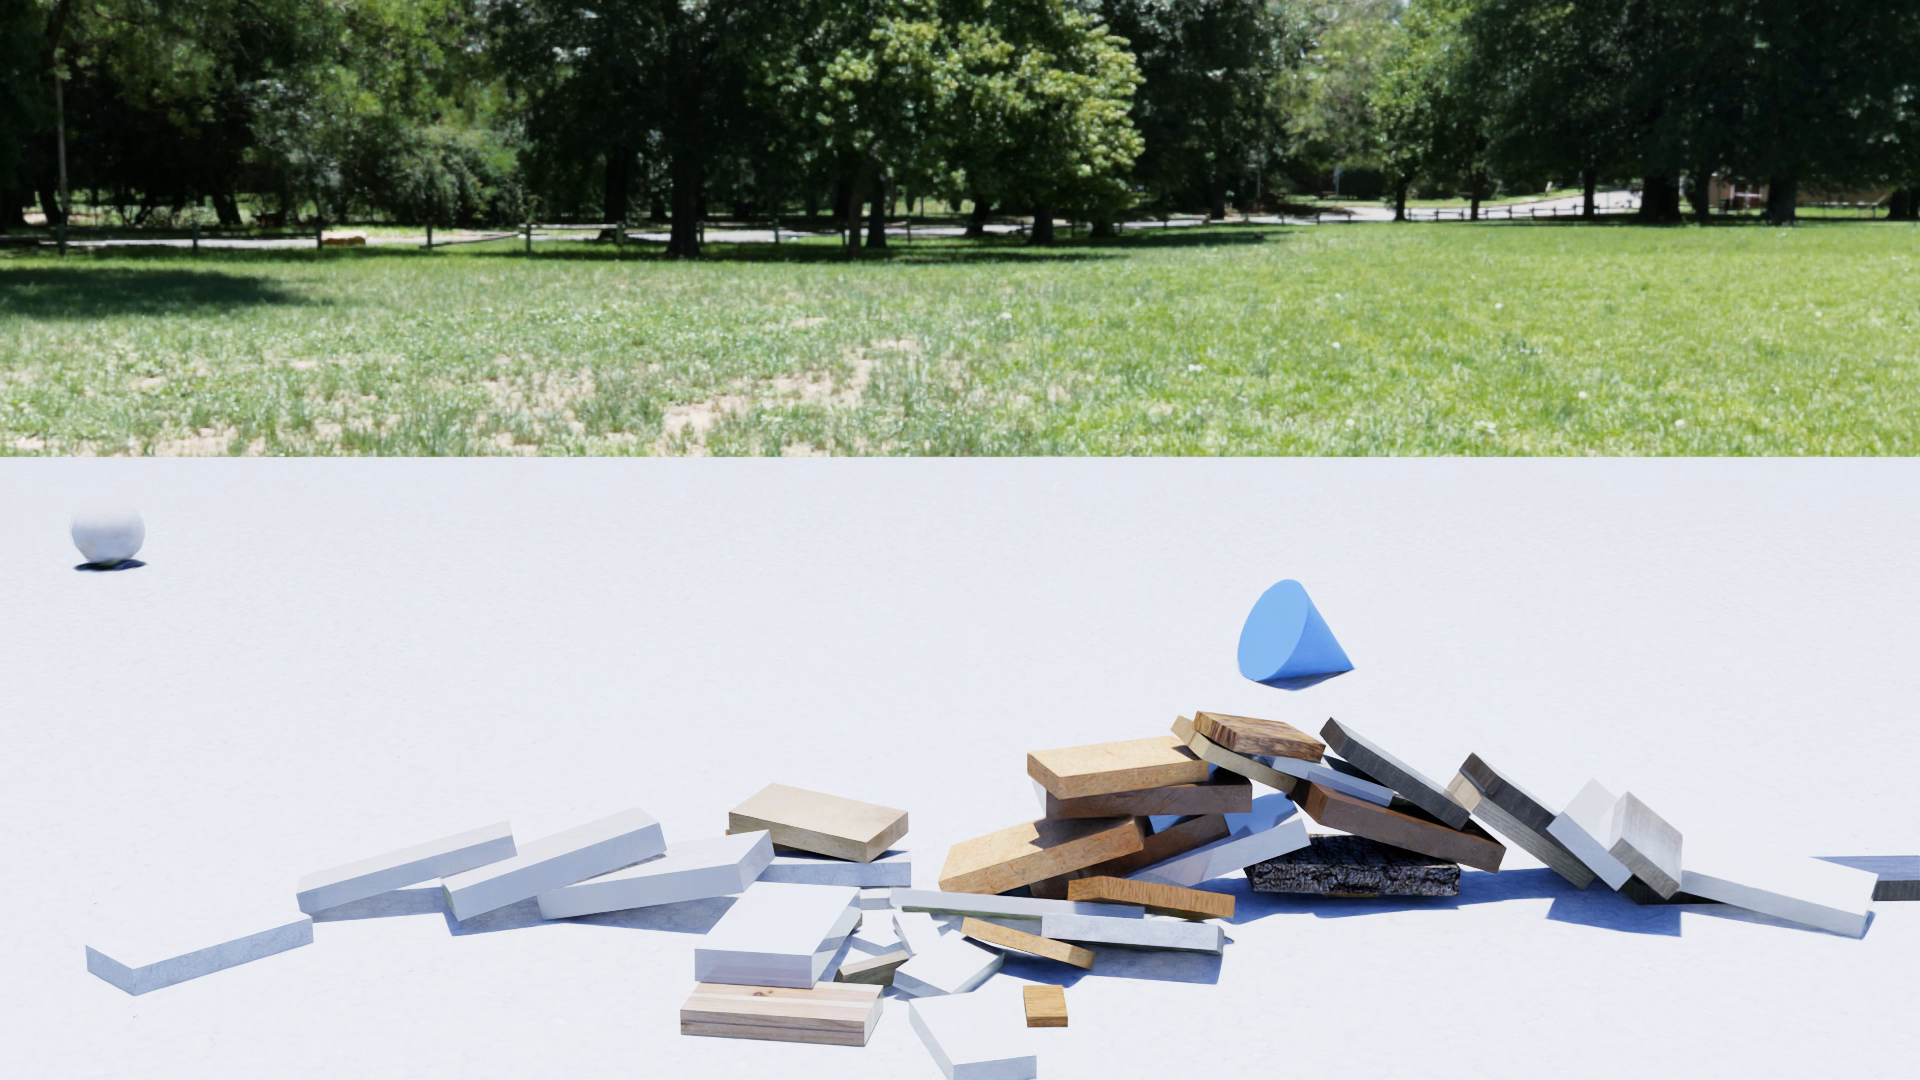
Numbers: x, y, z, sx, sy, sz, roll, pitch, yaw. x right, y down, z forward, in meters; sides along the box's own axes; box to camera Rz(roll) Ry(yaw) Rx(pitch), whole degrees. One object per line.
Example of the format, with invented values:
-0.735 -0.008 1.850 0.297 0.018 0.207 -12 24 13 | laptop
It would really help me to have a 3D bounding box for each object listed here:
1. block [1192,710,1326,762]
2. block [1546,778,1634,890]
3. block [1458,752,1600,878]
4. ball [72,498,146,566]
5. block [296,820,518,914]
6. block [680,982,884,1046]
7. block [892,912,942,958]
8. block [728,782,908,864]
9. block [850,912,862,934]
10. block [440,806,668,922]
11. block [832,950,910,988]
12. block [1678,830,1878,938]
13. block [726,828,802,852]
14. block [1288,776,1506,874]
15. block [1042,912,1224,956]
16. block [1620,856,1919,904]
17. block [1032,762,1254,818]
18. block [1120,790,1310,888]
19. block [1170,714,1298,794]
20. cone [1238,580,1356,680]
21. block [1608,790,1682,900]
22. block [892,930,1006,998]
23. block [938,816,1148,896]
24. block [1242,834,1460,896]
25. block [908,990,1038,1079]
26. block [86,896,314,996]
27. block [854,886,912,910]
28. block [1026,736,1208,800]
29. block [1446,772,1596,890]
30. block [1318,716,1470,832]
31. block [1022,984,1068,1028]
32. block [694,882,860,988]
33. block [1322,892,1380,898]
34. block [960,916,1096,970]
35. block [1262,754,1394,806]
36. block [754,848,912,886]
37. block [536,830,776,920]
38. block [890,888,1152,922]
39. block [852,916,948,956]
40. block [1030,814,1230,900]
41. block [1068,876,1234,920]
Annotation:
0.490 0.321 3.596 0.207 0.029 0.104 10 11 -38 | block
1.072 0.485 3.662 0.144 0.041 0.337 43 19 16 | block
0.984 0.471 3.708 0.288 0.041 0.144 35 6 -8 | block
-2.489 -0.025 6.429 0.201 0.201 0.201 0 11 0 | ball
-0.909 0.537 3.623 0.351 0.037 0.130 -14 7 -12 | block
-0.252 0.670 3.137 0.265 0.037 0.132 2 11 9 | block
-0.061 0.615 3.403 0.058 0.016 0.116 4 21 -20 | block
-0.241 0.480 3.740 0.275 0.039 0.137 8 20 28 | block
-0.236 0.607 3.520 0.143 0.020 0.072 5 12 25 | block
-0.669 0.527 3.605 0.347 0.049 0.174 -17 8 -18 | block
-0.134 0.641 3.235 0.116 0.058 0.016 -8 43 -35 | block
1.329 0.557 3.581 0.288 0.041 0.144 13 25 27 | block
-0.264 0.519 3.831 0.274 0.039 0.137 -1 -6 0 | block
0.721 0.463 3.660 0.337 0.048 0.168 17 9 -16 | block
0.266 0.602 3.362 0.265 0.037 0.132 2 -13 11 | block
1.376 0.569 3.685 0.530 0.035 0.125 0 11 -3 | block
0.298 0.403 3.628 0.338 0.048 0.169 -1 13 -6 | block
0.402 0.512 3.652 0.337 0.048 0.168 -20 10 3 | block
0.454 0.355 3.629 0.207 0.029 0.104 24 10 -32 | block
0.830 0.257 5.151 0.254 0.254 0.254 25 1 -23 | cone
1.128 0.498 3.614 0.117 0.033 0.300 40 18 9 | block
-0.015 0.639 3.282 0.092 0.026 0.185 19 17 23 | block
0.139 0.508 3.638 0.338 0.048 0.169 -18 10 11 | block
0.645 0.539 3.665 0.337 0.048 0.168 2 10 -2 | block
0.015 0.689 3.045 0.117 0.033 0.233 -3 11 -16 | block
-1.168 0.621 3.386 0.148 0.042 0.296 10 14 42 | block
-0.150 0.588 3.625 0.143 0.020 0.072 -1 11 -7 | block
0.257 0.369 3.586 0.265 0.037 0.132 -4 14 -21 | block
0.947 0.491 3.713 0.250 0.035 0.125 34 7 -13 | block
0.723 0.388 3.659 0.250 0.035 0.125 32 7 -9 | block
0.123 0.673 3.177 0.058 0.016 0.116 0 11 -1 | block
-0.272 0.596 3.341 0.174 0.049 0.347 2 8 9 | block
0.649 0.582 3.671 0.092 0.013 0.046 1 11 -1 | block
0.103 0.613 3.344 0.185 0.026 0.092 10 -12 30 | block
0.610 0.383 3.656 0.207 0.029 0.103 18 9 -6 | block
-0.220 0.552 3.698 0.275 0.039 0.137 -1 1 -1 | block
-0.494 0.545 3.584 0.347 0.049 0.174 -10 8 14 | block
0.097 0.588 3.503 0.406 0.026 0.092 2 -16 12 | block
-0.093 0.620 3.450 0.072 0.020 0.143 10 14 43 | block
0.270 0.506 3.668 0.337 0.048 0.169 -20 10 -1 | block
0.300 0.564 3.453 0.233 0.033 0.117 12 -16 -21 | block
